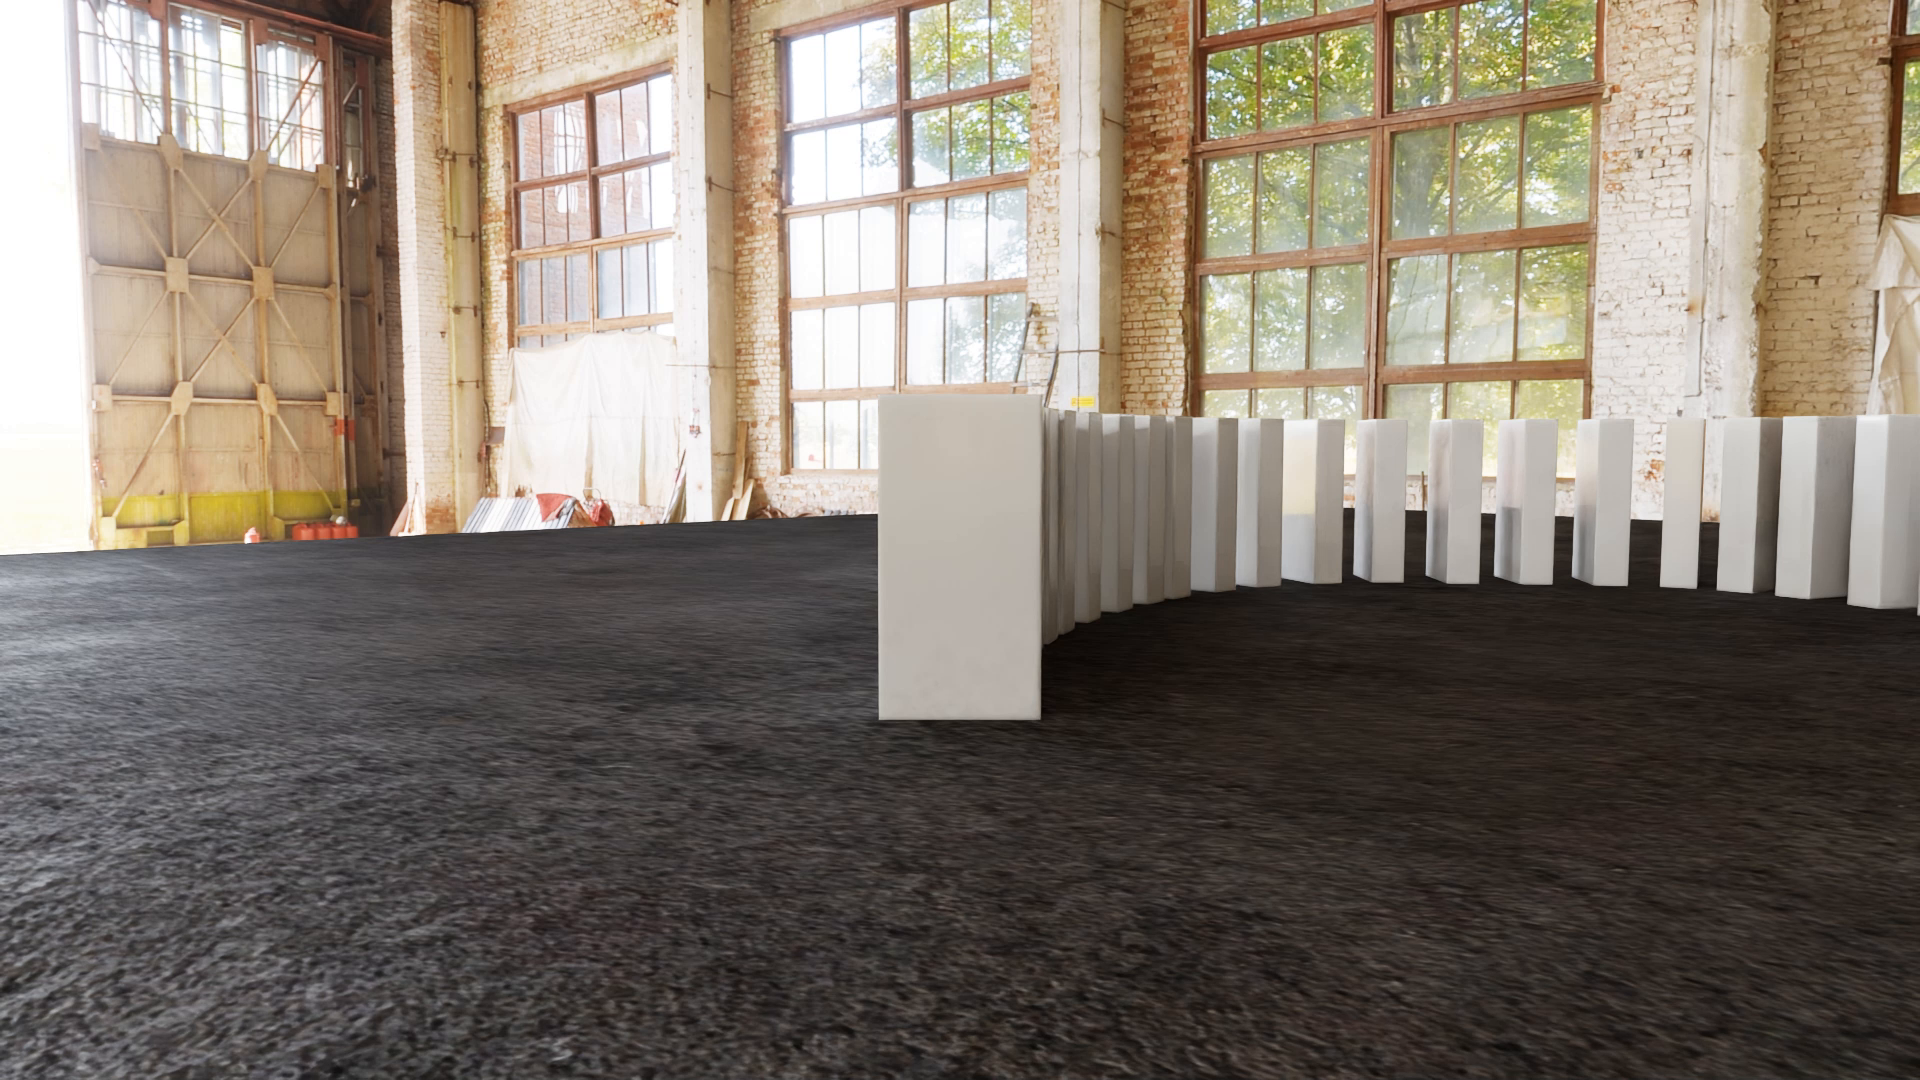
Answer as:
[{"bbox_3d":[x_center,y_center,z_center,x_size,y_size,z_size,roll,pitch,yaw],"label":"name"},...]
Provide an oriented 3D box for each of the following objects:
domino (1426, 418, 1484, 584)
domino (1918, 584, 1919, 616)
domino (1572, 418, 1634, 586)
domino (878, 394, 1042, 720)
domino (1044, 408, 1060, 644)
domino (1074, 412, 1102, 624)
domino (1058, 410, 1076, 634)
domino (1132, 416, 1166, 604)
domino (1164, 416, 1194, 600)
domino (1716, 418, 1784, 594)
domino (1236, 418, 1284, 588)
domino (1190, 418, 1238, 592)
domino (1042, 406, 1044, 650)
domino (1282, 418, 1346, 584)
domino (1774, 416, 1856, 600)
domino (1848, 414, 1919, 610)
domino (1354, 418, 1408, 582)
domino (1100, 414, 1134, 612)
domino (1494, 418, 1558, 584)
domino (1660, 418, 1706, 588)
[{"bbox_3d":[0.154,-0.012,0.400,0.010,0.050,0.025,0,4,6],"label":"domino"},{"bbox_3d":[0.250,-0.006,0.312,0.025,0.050,0.009,0,4,0],"label":"domino"},{"bbox_3d":[0.198,-0.012,0.395,0.010,0.050,0.025,1,4,12],"label":"domino"},{"bbox_3d":[0.000,0.002,0.201,0.025,0.050,0.009,0,4,0],"label":"domino"},{"bbox_3d":[0.008,-0.003,0.278,0.025,0.050,0.009,1,4,16],"label":"domino"},{"bbox_3d":[0.021,-0.006,0.312,0.025,0.050,0.009,2,5,25],"label":"domino"},{"bbox_3d":[0.013,-0.004,0.293,0.025,0.050,0.009,2,5,20],"label":"domino"},{"bbox_3d":[0.042,-0.009,0.348,0.025,0.050,0.010,3,5,36],"label":"domino"},{"bbox_3d":[0.052,-0.009,0.361,0.025,0.050,0.010,4,6,40],"label":"domino"},{"bbox_3d":[0.233,-0.011,0.374,0.025,0.050,0.009,-3,5,-36],"label":"domino"},{"bbox_3d":[0.086,-0.012,0.391,0.009,0.050,0.025,-2,5,-30],"label":"domino"},{"bbox_3d":[0.068,-0.011,0.378,0.010,0.050,0.025,-4,6,-42],"label":"domino"},{"bbox_3d":[0.004,-0.002,0.263,0.025,0.050,0.009,1,4,13],"label":"domino"},{"bbox_3d":[0.109,-0.012,0.401,0.009,0.050,0.025,-1,4,-16],"label":"domino"},{"bbox_3d":[0.242,-0.009,0.358,0.025,0.050,0.009,-2,5,-23],"label":"domino"},{"bbox_3d":[0.248,-0.008,0.335,0.025,0.050,0.009,-1,4,-9],"label":"domino"},{"bbox_3d":[0.132,-0.013,0.404,0.009,0.050,0.025,0,4,4],"label":"domino"},{"bbox_3d":[0.031,-0.007,0.332,0.025,0.050,0.009,3,5,30],"label":"domino"},{"bbox_3d":[0.176,-0.012,0.399,0.009,0.050,0.025,0,4,5],"label":"domino"},{"bbox_3d":[0.219,-0.012,0.388,0.009,0.050,0.025,3,5,31],"label":"domino"}]
